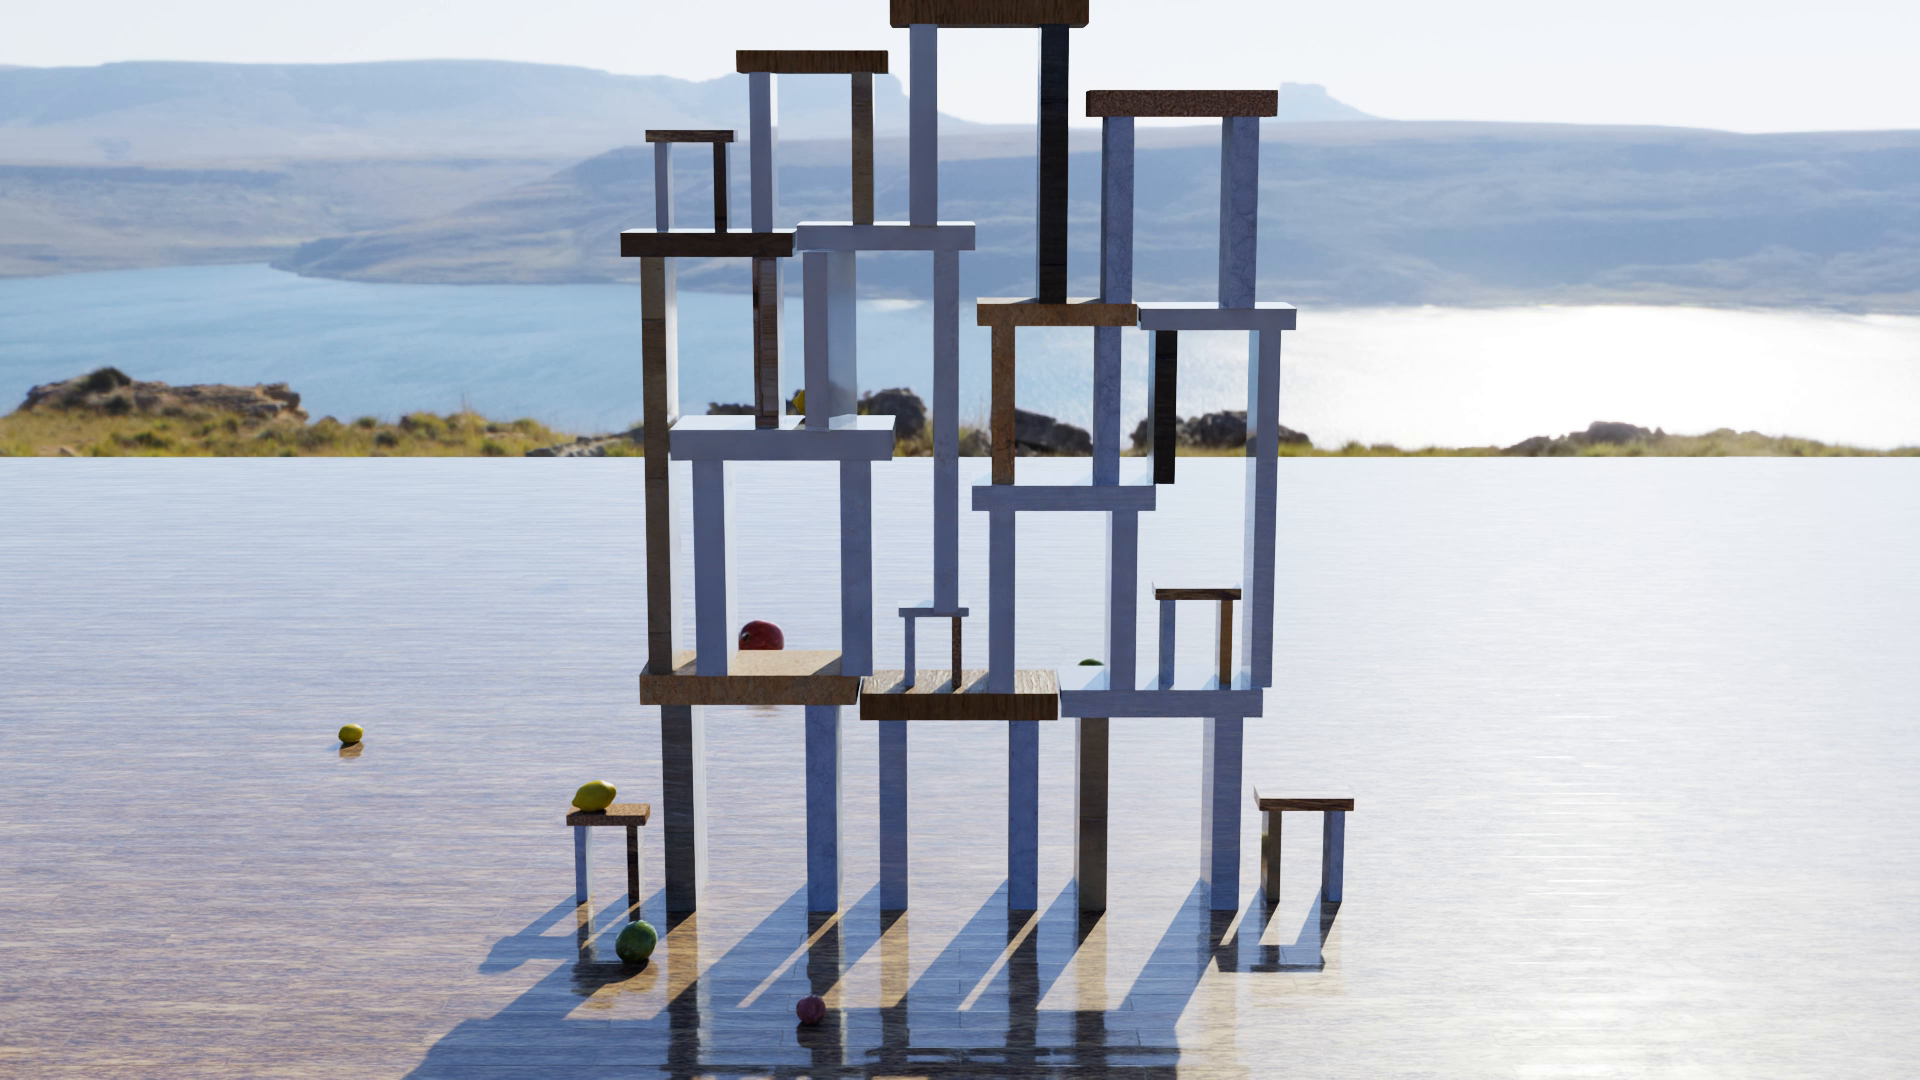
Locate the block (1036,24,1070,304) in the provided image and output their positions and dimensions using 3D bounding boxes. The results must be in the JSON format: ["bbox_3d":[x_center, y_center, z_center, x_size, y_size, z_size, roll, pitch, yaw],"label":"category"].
[{"bbox_3d":[0.145,-0.589,3.452,0.043,0.425,0.152,0,11,0],"label":"block"}]

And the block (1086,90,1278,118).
[{"bbox_3d":[0.344,-0.682,3.438,0.286,0.041,0.143,0,11,0],"label":"block"}]

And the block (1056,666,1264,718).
[{"bbox_3d":[0.325,0.248,3.609,0.324,0.046,0.162,0,11,0],"label":"block"}]

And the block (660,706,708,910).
[{"bbox_3d":[-0.455,0.419,3.641,0.049,0.347,0.173,0,11,0],"label":"block"}]

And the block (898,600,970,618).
[{"bbox_3d":[-0.043,0.112,3.582,0.114,0.016,0.057,0,10,-2],"label":"block"}]

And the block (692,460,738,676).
[{"bbox_3d":[-0.395,0.031,3.562,0.049,0.347,0.174,0,11,0],"label":"block"}]

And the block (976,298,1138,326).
[{"bbox_3d":[0.152,-0.362,3.492,0.249,0.035,0.125,0,11,0],"label":"block"}]

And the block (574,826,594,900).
[{"bbox_3d":[-0.625,0.527,3.655,0.018,0.129,0.064,0,11,0],"label":"block"}]

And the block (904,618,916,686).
[{"bbox_3d":[-0.082,0.176,3.594,0.016,0.114,0.057,0,11,0],"label":"block"}]

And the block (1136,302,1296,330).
[{"bbox_3d":[0.404,-0.355,3.490,0.243,0.034,0.122,0,11,0],"label":"block"}]

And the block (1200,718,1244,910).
[{"bbox_3d":[0.433,0.430,3.643,0.046,0.324,0.162,0,11,0],"label":"block"}]

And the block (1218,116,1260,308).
[{"bbox_3d":[0.439,-0.518,3.468,0.041,0.293,0.143,0,11,0],"label":"block"}]

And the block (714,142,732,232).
[{"bbox_3d":[-0.373,-0.556,3.458,0.019,0.137,0.068,0,11,0],"label":"block"}]

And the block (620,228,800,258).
[{"bbox_3d":[-0.393,-0.470,3.473,0.266,0.038,0.133,0,11,0],"label":"block"}]

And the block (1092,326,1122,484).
[{"bbox_3d":[0.235,-0.222,3.518,0.035,0.249,0.125,0,11,0],"label":"block"}]

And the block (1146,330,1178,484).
[{"bbox_3d":[0.323,-0.219,3.516,0.034,0.243,0.121,0,11,0],"label":"block"}]

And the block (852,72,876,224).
[{"bbox_3d":[-0.151,-0.614,3.449,0.033,0.232,0.116,0,10,-1],"label":"block"}]

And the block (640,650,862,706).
[{"bbox_3d":[-0.339,0.225,3.604,0.346,0.049,0.173,0,11,0],"label":"block"}]

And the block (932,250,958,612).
[{"bbox_3d":[-0.023,-0.179,3.531,0.039,0.574,0.138,0,10,-1],"label":"block"}]

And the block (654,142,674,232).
[{"bbox_3d":[-0.465,-0.556,3.458,0.019,0.137,0.068,0,11,0],"label":"block"}]

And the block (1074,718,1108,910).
[{"bbox_3d":[0.216,0.430,3.643,0.046,0.324,0.162,0,11,0],"label":"block"}]

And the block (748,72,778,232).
[{"bbox_3d":[-0.307,-0.608,3.450,0.033,0.244,0.116,0,11,0],"label":"block"}]

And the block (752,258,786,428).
[{"bbox_3d":[-0.303,-0.320,3.500,0.038,0.266,0.133,0,11,0],"label":"block"}]

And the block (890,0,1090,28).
[{"bbox_3d":[0.044,-0.819,3.409,0.303,0.043,0.152,0,11,0],"label":"block"}]

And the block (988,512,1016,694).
[{"bbox_3d":[0.067,0.087,3.572,0.041,0.297,0.145,0,11,0],"label":"block"}]

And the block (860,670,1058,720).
[{"bbox_3d":[-0.002,0.254,3.611,0.319,0.045,0.159,0,11,0],"label":"block"}]

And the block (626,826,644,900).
[{"bbox_3d":[-0.539,0.527,3.655,0.018,0.129,0.064,0,11,0],"label":"block"}]

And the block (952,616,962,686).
[{"bbox_3d":[-0.005,0.176,3.594,0.016,0.114,0.057,0,11,0],"label":"block"}]

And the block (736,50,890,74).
[{"bbox_3d":[-0.228,-0.744,3.425,0.232,0.033,0.116,0,10,-1],"label":"block"}]

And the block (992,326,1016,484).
[{"bbox_3d":[0.069,-0.222,3.517,0.035,0.249,0.125,0,11,0],"label":"block"}]

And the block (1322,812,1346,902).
[{"bbox_3d":[0.621,0.514,3.656,0.022,0.155,0.077,0,11,0],"label":"block"}]

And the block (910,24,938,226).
[{"bbox_3d":[-0.057,-0.649,3.441,0.043,0.303,0.152,0,10,-1],"label":"block"}]

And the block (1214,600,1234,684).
[{"bbox_3d":[0.430,0.159,3.586,0.020,0.139,0.069,0,11,0],"label":"block"}]

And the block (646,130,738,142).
[{"bbox_3d":[-0.419,-0.632,3.443,0.137,0.019,0.068,0,11,0],"label":"block"}]

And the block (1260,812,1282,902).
[{"bbox_3d":[0.517,0.514,3.656,0.022,0.155,0.077,0,11,0],"label":"block"}]

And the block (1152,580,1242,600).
[{"bbox_3d":[0.384,0.081,3.571,0.139,0.020,0.069,0,11,0],"label":"block"}]

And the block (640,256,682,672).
[{"bbox_3d":[-0.479,-0.125,3.537,0.038,0.663,0.133,0,11,0],"label":"block"}]

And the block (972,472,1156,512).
[{"bbox_3d":[0.164,-0.079,3.541,0.291,0.041,0.145,0,11,0],"label":"block"}]

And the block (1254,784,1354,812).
[{"bbox_3d":[0.568,0.427,3.641,0.155,0.022,0.077,0,11,0],"label":"block"}]

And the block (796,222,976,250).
[{"bbox_3d":[-0.116,-0.481,3.474,0.276,0.039,0.138,0,10,-1],"label":"block"}]

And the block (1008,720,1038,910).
[{"bbox_3d":[0.104,0.433,3.644,0.045,0.319,0.159,0,11,0],"label":"block"}]

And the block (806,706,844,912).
[{"bbox_3d":[-0.224,0.419,3.641,0.049,0.347,0.173,0,11,0],"label":"block"}]

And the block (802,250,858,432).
[{"bbox_3d":[-0.203,-0.317,3.457,0.039,0.276,0.138,3,11,16],"label":"block"}]

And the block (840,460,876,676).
[{"bbox_3d":[-0.164,0.031,3.561,0.049,0.347,0.174,0,11,0],"label":"block"}]

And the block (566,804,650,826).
[{"bbox_3d":[-0.582,0.455,3.642,0.129,0.018,0.064,0,11,0],"label":"block"}]

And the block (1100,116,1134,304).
[{"bbox_3d":[0.247,-0.521,3.466,0.041,0.286,0.143,0,11,0],"label":"block"}]

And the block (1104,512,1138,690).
[{"bbox_3d":[0.261,0.084,3.571,0.041,0.291,0.145,0,11,0],"label":"block"}]

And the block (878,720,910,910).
[{"bbox_3d":[-0.108,0.433,3.644,0.045,0.319,0.159,0,11,0],"label":"block"}]

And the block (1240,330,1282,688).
[{"bbox_3d":[0.485,-0.056,3.546,0.034,0.575,0.122,0,11,0],"label":"block"}]

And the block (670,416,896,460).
[{"bbox_3d":[-0.280,-0.164,3.525,0.347,0.049,0.174,0,11,0],"label":"block"}]

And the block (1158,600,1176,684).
[{"bbox_3d":[0.337,0.159,3.586,0.020,0.139,0.069,0,11,0],"label":"block"}]
